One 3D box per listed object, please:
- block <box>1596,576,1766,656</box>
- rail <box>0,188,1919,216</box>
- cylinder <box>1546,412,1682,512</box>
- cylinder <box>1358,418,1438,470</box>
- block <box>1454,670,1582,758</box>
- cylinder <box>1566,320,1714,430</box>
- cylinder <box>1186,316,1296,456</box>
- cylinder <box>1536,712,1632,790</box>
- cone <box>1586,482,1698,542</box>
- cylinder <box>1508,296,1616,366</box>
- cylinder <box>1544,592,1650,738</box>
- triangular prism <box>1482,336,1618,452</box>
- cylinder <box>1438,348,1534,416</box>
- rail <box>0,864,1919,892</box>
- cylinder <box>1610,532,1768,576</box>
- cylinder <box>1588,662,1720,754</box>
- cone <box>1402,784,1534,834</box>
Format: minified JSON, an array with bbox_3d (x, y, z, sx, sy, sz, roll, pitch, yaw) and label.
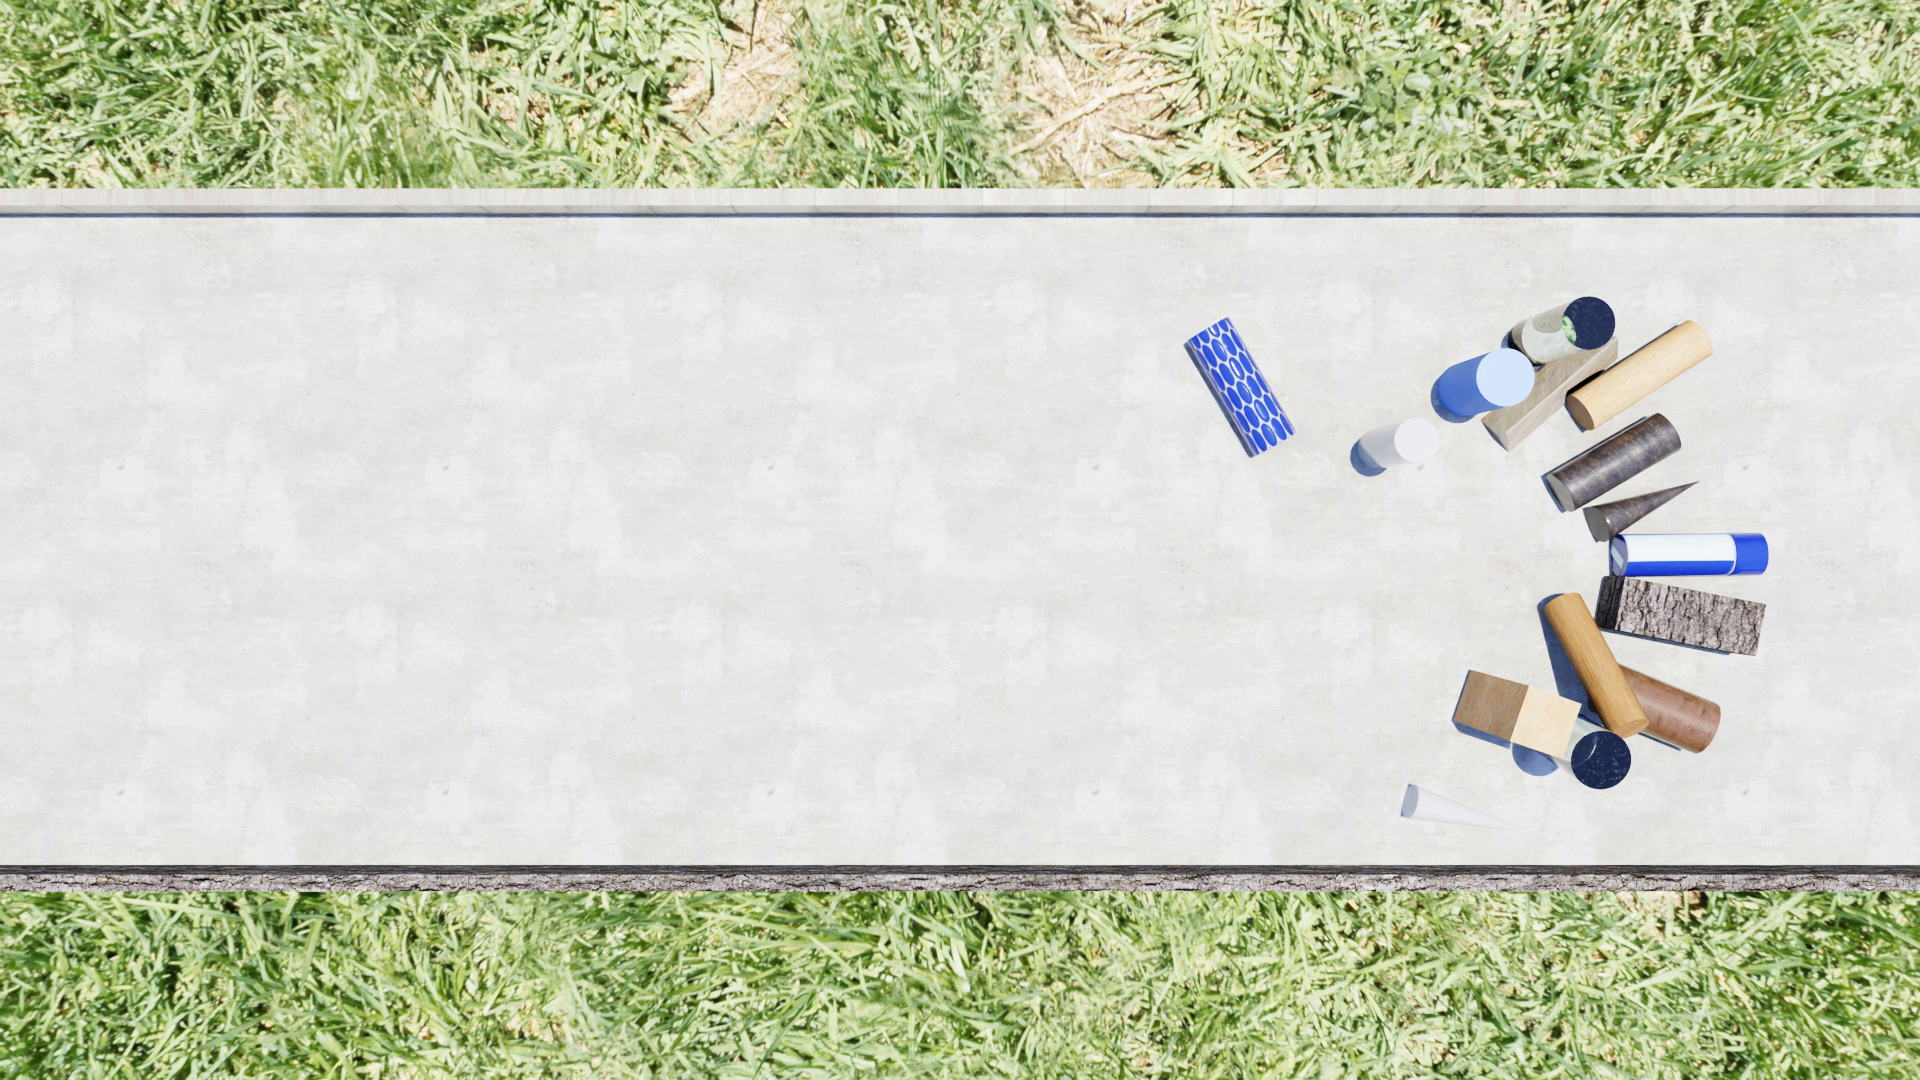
[{"bbox_3d":[2.179,0.229,4.996,0.428,0.160,0.160,11,90,0],"label":"block"},{"bbox_3d":[-2.247,-1.025,5.002,12.000,0.150,0.050,0,90,0],"label":"rail"},{"bbox_3d":[1.985,-0.235,5.009,0.373,0.135,0.135,-30,90,0],"label":"cylinder"},{"bbox_3d":[1.287,-0.281,4.861,0.126,0.431,0.126,0,90,0],"label":"cylinder"},{"bbox_3d":[1.639,0.510,4.872,0.166,0.392,0.166,19,90,-7],"label":"block"},{"bbox_3d":[2.065,-0.500,5.013,0.425,0.128,0.128,-32,90,0],"label":"cylinder"},{"bbox_3d":[0.854,-0.466,5.004,0.145,0.145,0.406,-30,90,0],"label":"cylinder"},{"bbox_3d":[1.813,0.600,4.857,0.169,0.424,0.169,0,95,2],"label":"cylinder"},{"bbox_3d":[2.110,-0.115,5.048,0.371,0.117,0.117,-22,90,-9],"label":"cone"},{"bbox_3d":[1.762,-0.608,4.849,0.151,0.454,0.151,0,90,0],"label":"cylinder"},{"bbox_3d":[1.889,0.372,4.906,0.118,0.118,0.444,-17,57,0],"label":"cylinder"},{"bbox_3d":[1.811,-0.464,5.017,0.441,0.112,0.129,-41,90,0],"label":"triangular prism"},{"bbox_3d":[1.552,-0.463,4.884,0.165,0.386,0.165,0,90,0],"label":"cylinder"},{"bbox_3d":[-2.247,1.025,5.001,12.000,0.150,0.050,0,90,0],"label":"rail"},{"bbox_3d":[2.214,0.045,5.011,0.423,0.131,0.131,-1,90,0],"label":"cylinder"},{"bbox_3d":[2.099,0.506,4.992,0.333,0.168,0.168,22,90,0],"label":"cylinder"},{"bbox_3d":[1.573,0.850,5.050,0.418,0.106,0.106,15,90,-7],"label":"cone"}]
